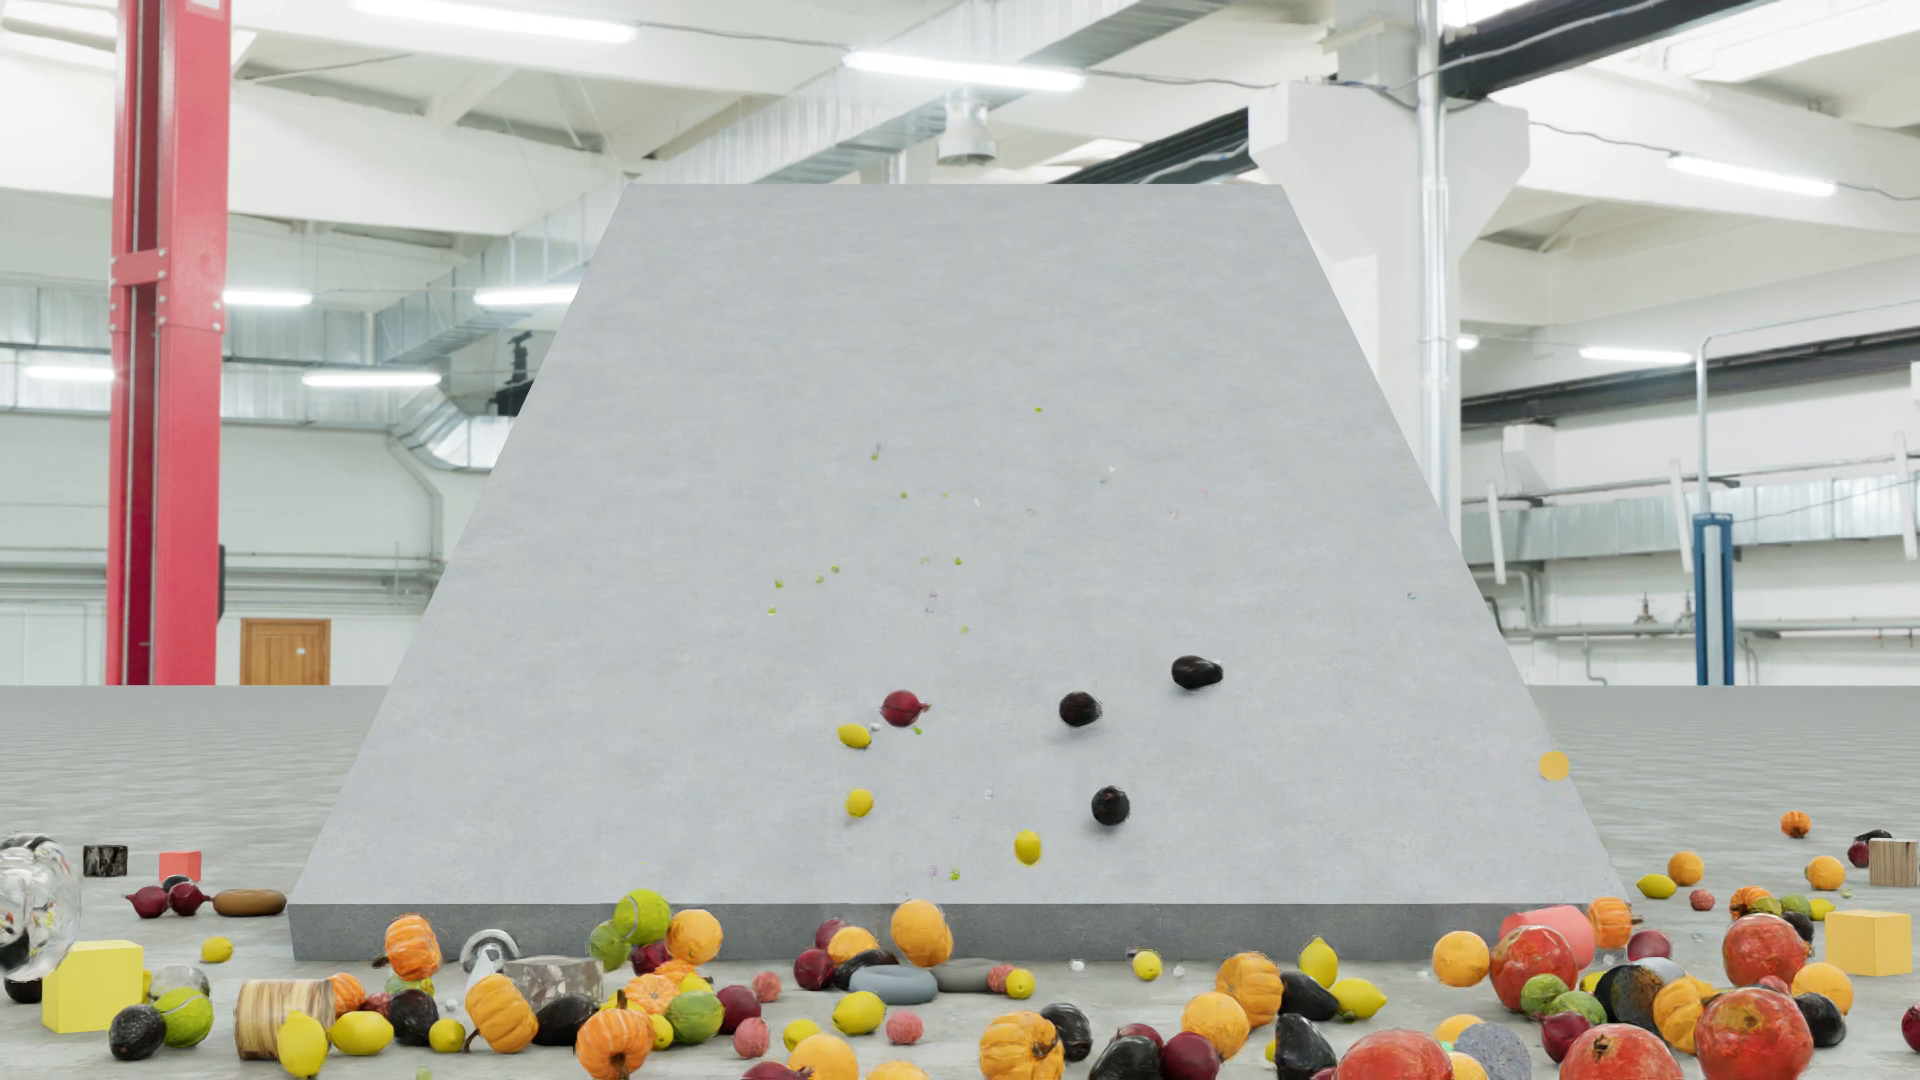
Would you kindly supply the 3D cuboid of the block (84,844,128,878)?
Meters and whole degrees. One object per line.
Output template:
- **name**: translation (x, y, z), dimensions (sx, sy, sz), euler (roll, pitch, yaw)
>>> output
- **block**: translation (-1.837, 0.690, 5.003), dimensions (0.064, 0.064, 0.064), euler (-2, -4, 35)

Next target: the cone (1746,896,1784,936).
- **cone**: translation (1.353, 0.639, 3.869), dimensions (0.066, 0.066, 0.066), euler (1, 23, -14)

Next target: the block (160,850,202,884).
- **block**: translation (-1.627, 0.682, 4.855), dimensions (0.062, 0.062, 0.062), euler (0, -3, 6)

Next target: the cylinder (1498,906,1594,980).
- **cylinder**: translation (0.823, 0.565, 3.263), dimensions (0.093, 0.093, 0.093), euler (-4, -1, -26)

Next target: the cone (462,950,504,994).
- **cone**: translation (-0.645, 0.583, 3.154), dimensions (0.057, 0.057, 0.057), euler (0, -3, 0)

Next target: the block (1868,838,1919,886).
- **block**: translation (1.929, 0.665, 4.803), dimensions (0.090, 0.090, 0.090), euler (-2, -4, 26)

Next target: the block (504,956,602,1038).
- **block**: translation (-0.488, 0.548, 2.795), dimensions (0.084, 0.084, 0.084), euler (-2, -4, 24)

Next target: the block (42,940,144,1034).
- **block**: translation (-1.061, 0.545, 2.846), dimensions (0.097, 0.097, 0.097), euler (2, -4, -32)

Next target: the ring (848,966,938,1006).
- **ring**: translation (-0.088, 0.586, 3.061), dimensions (0.118, 0.039, 0.118), euler (3, -1, 0)

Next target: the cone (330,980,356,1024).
- **cone**: translation (-0.762, 0.581, 2.872), dimensions (0.059, 0.059, 0.059), euler (-1, -30, 23)

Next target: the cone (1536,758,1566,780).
- **cone**: translation (0.970, 0.370, 3.821), dimensions (0.050, 0.050, 0.050), euler (-1, 19, 13)

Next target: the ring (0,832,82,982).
- **ring**: translation (-0.902, 0.354, 2.252), dimensions (0.048, 0.143, 0.143), euler (-3, -4, 12)

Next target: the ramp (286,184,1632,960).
- **ramp**: translation (-0.008, -0.228, 5.307), dimensions (2.000, 0.100, 4.000), euler (0, 24, 0)

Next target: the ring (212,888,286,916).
- **ring**: translation (-1.278, 0.652, 4.186), dimensions (0.128, 0.043, 0.128), euler (1, -4, 0)

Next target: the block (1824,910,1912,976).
- **block**: translation (1.315, 0.583, 3.368), dimensions (0.083, 0.083, 0.083), euler (2, -4, -32)

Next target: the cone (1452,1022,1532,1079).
- **cone**: translation (0.529, 0.546, 2.377), dimensions (0.083, 0.083, 0.083), euler (1, -30, -10)

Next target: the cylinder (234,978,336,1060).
- **cylinder**: translation (-0.751, 0.534, 2.594), dimensions (0.088, 0.088, 0.088), euler (0, -3, -2)

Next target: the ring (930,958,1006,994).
- **ring**: translation (0.009, 0.595, 3.174), dimensions (0.107, 0.036, 0.107), euler (-3, -1, 0)

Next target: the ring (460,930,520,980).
- **ring**: translation (-0.653, 0.577, 3.232), dimensions (0.083, 0.083, 0.028), euler (1, 26, -15)

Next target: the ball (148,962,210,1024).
- **ball**: translation (-0.960, 0.557, 2.862), dimensions (0.073, 0.073, 0.073), euler (0, -3, 0)
